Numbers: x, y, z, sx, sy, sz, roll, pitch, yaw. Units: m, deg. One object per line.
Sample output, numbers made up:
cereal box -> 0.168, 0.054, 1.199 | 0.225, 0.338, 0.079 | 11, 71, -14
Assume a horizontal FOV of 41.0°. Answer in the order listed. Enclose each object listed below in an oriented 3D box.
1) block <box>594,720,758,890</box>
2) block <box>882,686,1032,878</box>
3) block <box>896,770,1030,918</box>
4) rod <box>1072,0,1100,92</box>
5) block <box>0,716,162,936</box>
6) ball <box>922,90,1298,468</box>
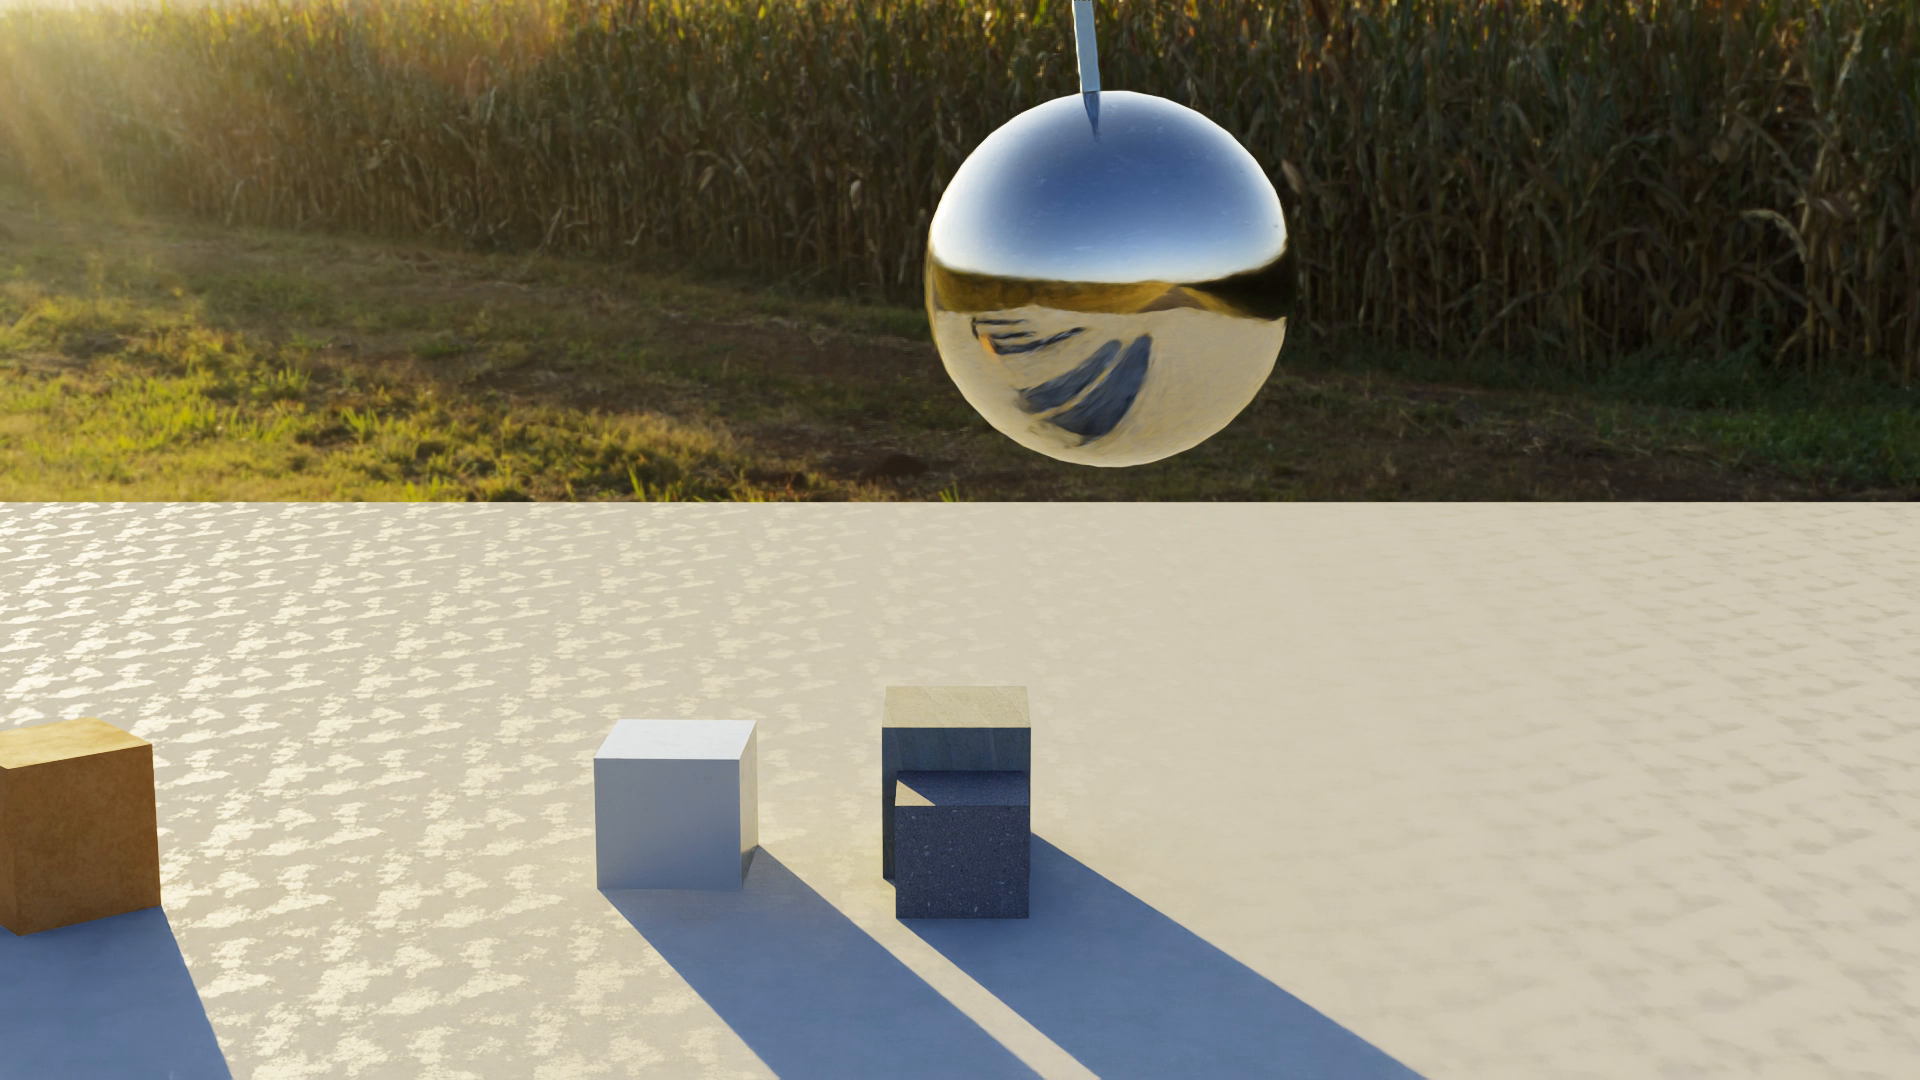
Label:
block -> -1.258, 1.173, 11.468 | 0.632, 0.588, 0.678 | 0, 10, 2
block -> -0.016, 1.088, 11.660 | 0.654, 0.687, 0.765 | 0, 10, 0
block -> 0.009, 1.302, 11.023 | 0.560, 0.493, 0.544 | 0, 10, 0
rod -> 0.277, -4.438, 10.373 | 0.080, 5.200, 0.080 | -6, 10, 1
block -> -3.851, 1.205, 10.943 | 0.615, 0.713, 0.621 | -9, 14, -40
ball -> 0.638, -1.112, 10.978 | 1.600, 1.600, 1.600 | 0, 10, 0
